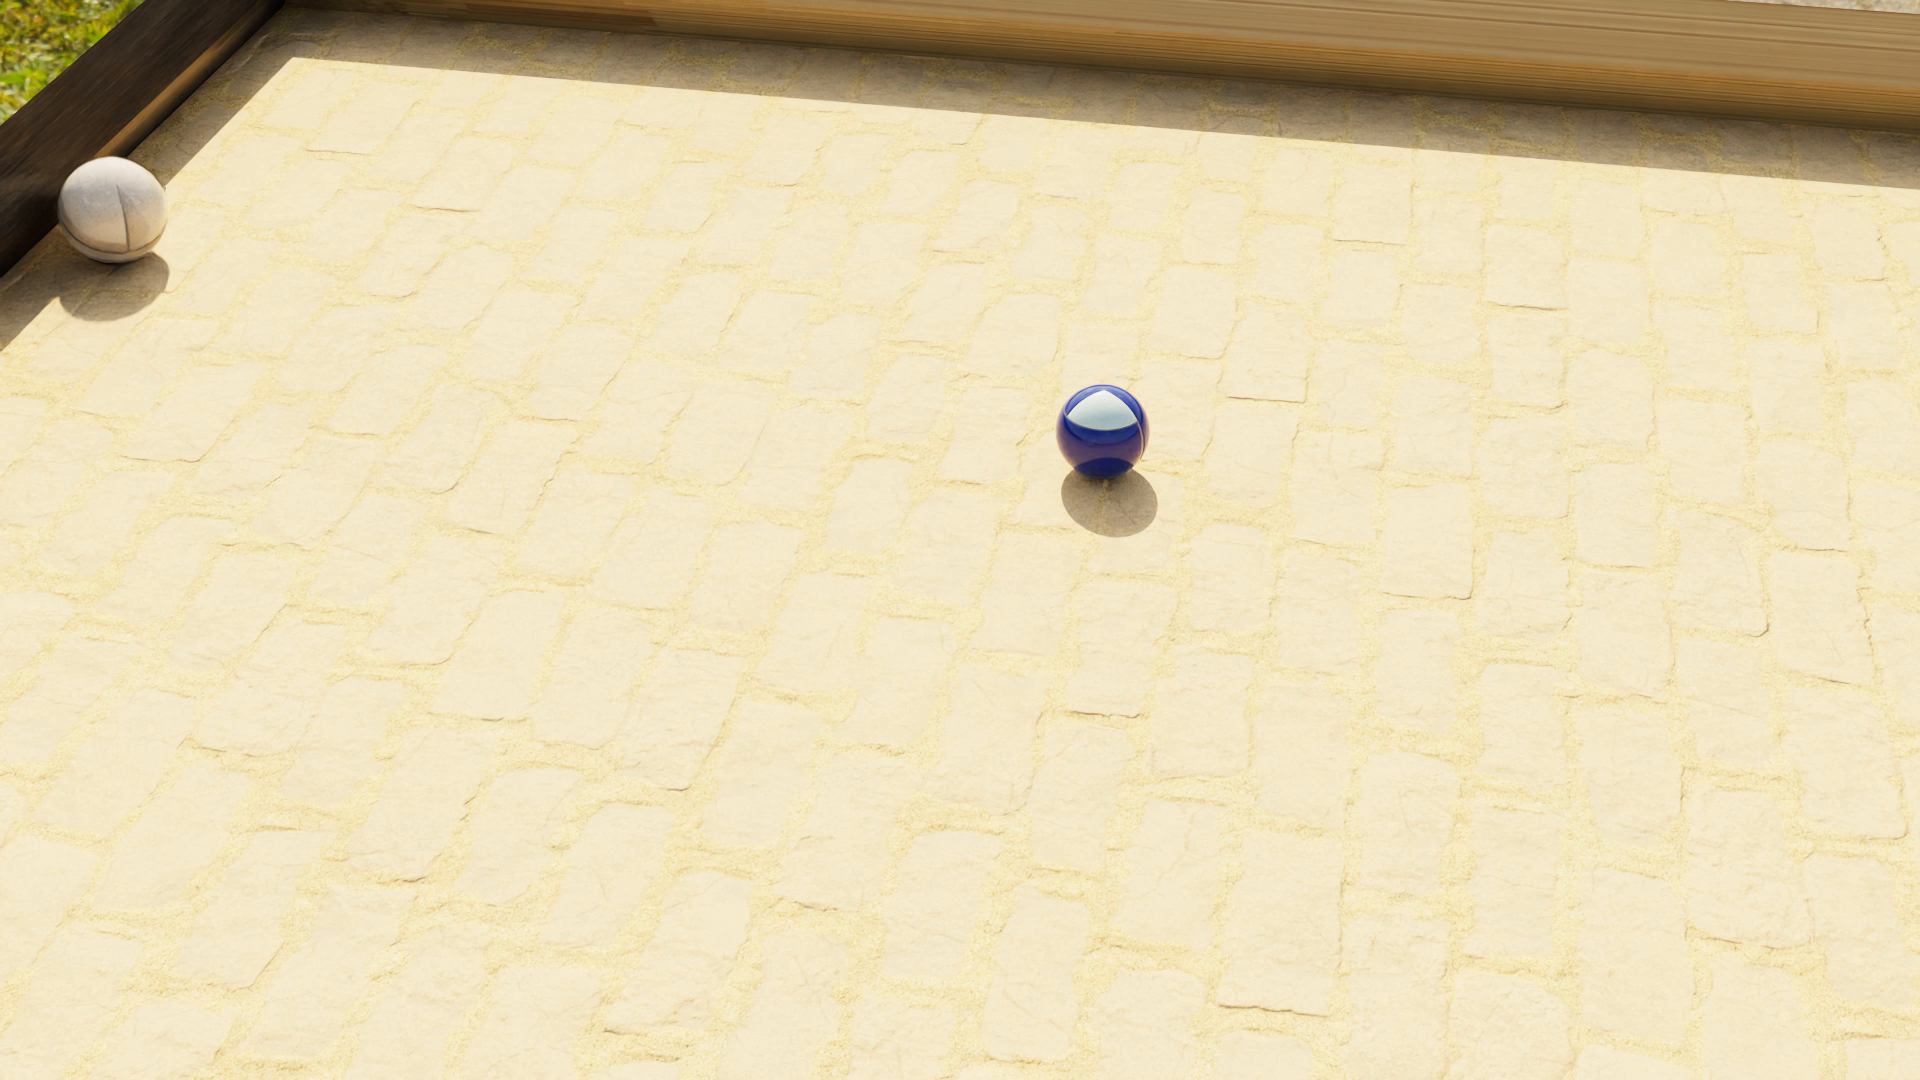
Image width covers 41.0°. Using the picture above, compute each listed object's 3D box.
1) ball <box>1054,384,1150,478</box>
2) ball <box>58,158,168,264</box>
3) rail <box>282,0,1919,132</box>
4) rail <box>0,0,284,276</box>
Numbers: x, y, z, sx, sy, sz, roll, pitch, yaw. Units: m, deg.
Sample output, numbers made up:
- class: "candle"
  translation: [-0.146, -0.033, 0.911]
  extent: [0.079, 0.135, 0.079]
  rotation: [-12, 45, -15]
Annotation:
- class: "ball"
  translation: [0.112, -0.085, 2.010]
  extent: [0.075, 0.075, 0.075]
  rotation: [0, 34, 0]
- class: "ball"
  translation: [-0.759, -0.295, 2.300]
  extent: [0.094, 0.094, 0.094]
  rotation: [0, 34, 0]
- class: "rail"
  translation: [1.089, -0.425, 2.463]
  extent: [3.736, 0.123, 0.045]
  rotation: [6, 35, 9]
- class: "rail"
  translation: [-0.894, -0.113, 2.006]
  extent: [0.045, 0.123, 1.876]
  rotation: [6, 35, 9]
